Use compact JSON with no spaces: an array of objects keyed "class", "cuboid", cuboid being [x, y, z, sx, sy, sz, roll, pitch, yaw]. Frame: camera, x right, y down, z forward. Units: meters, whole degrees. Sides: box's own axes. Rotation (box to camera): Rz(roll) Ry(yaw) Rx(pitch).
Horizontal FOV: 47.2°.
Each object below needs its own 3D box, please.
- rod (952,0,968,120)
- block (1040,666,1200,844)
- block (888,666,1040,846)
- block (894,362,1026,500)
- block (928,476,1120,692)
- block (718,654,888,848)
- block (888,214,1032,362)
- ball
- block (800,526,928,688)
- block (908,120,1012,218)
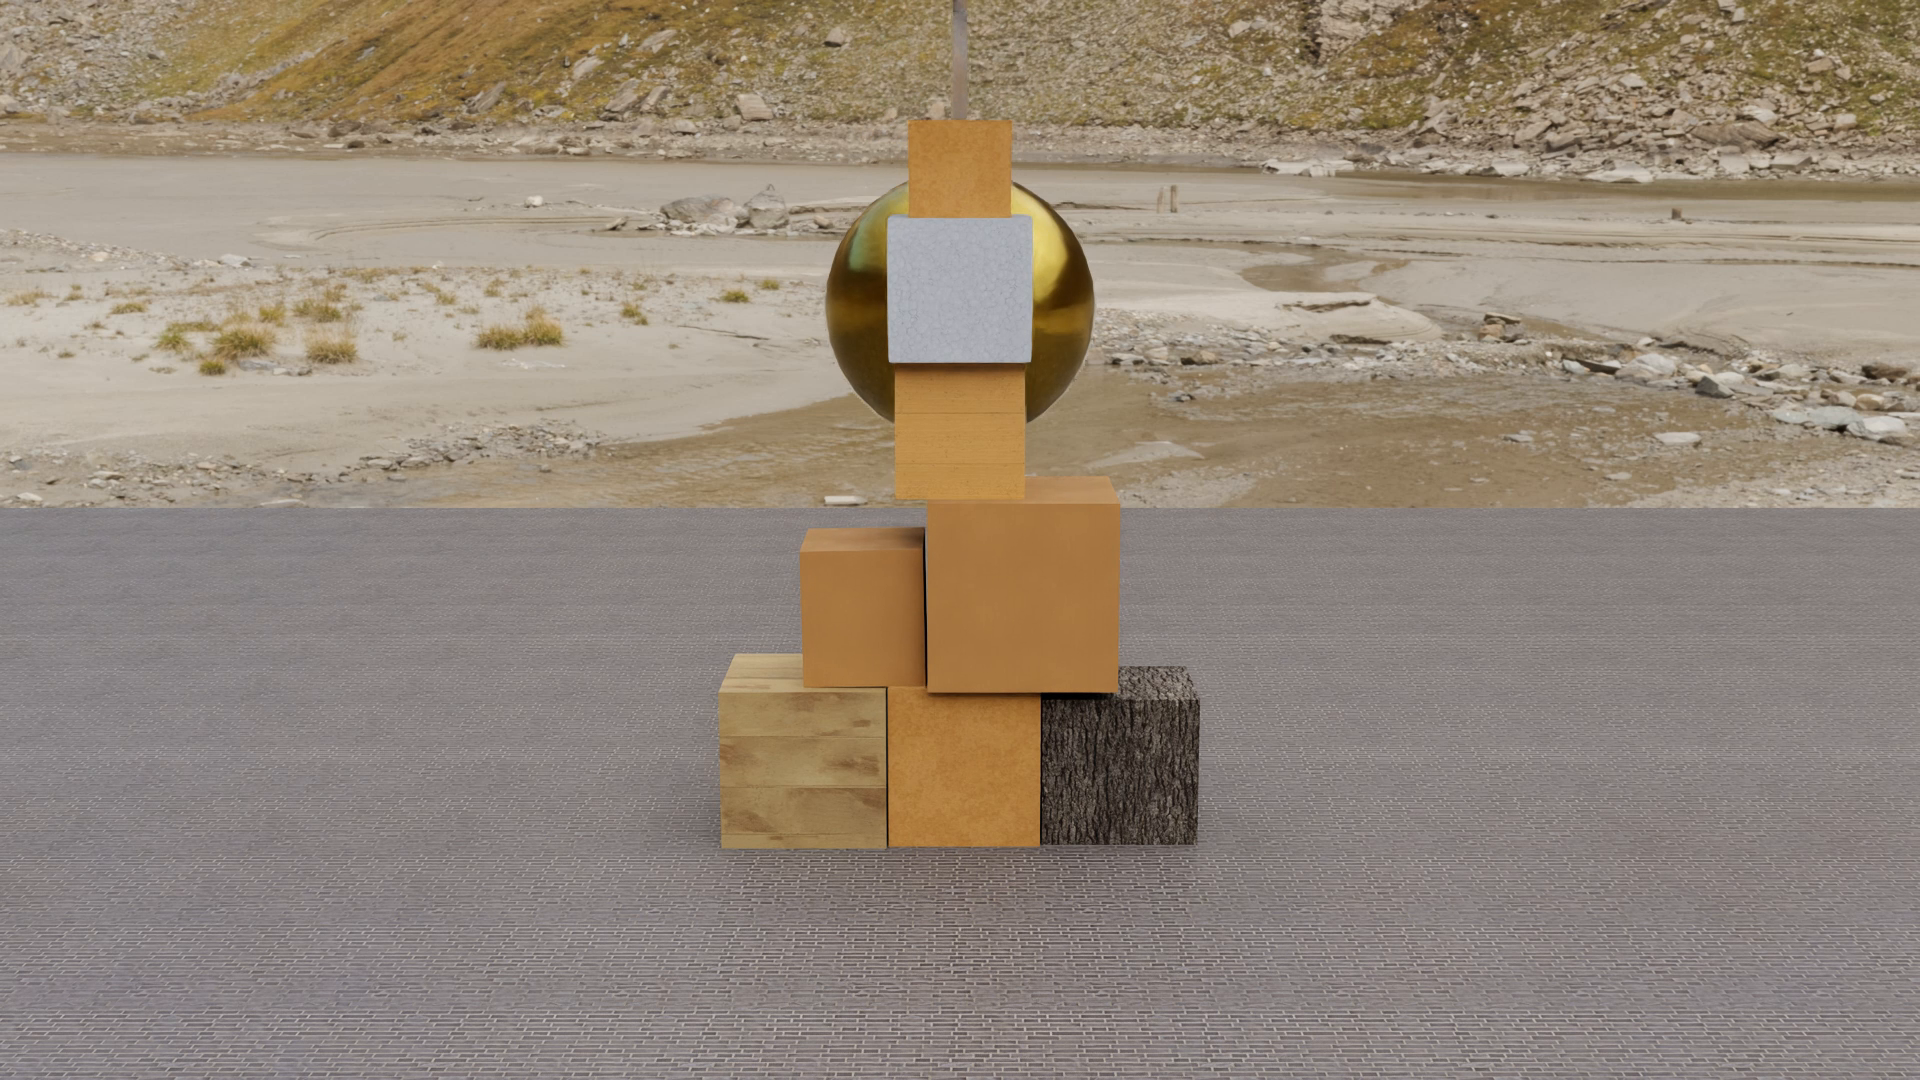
[{"class":"rod","cuboid":[0.000,-4.310,11.310,0.080,5.200,0.080,0,31,0]},{"class":"block","cuboid":[0.805,1.104,11.384,0.785,0.755,0.712,0,10,0]},{"class":"block","cuboid":[0.022,1.076,11.371,0.761,0.815,0.754,0,10,0]},{"class":"block","cuboid":[0.000,-0.595,11.089,0.637,0.683,0.651,0,10,0]},{"class":"block","cuboid":[0.310,0.209,11.221,0.941,0.945,0.891,0,10,0]},{"class":"block","cuboid":[-0.783,1.078,11.382,0.829,0.807,0.838,0,10,0]},{"class":"block","cuboid":[0.000,-1.264,10.945,0.694,0.686,0.782,0,10,0]},{"class":"ball","cuboid":[0.000,-1.381,13.038,1.600,1.600,1.600,0,10,0]},{"class":"block","cuboid":[-0.483,0.334,11.249,0.611,0.692,0.656,-1,10,0]},{"class":"block","cuboid":[0.000,-1.835,10.866,0.503,0.466,0.450,0,10,0]}]
